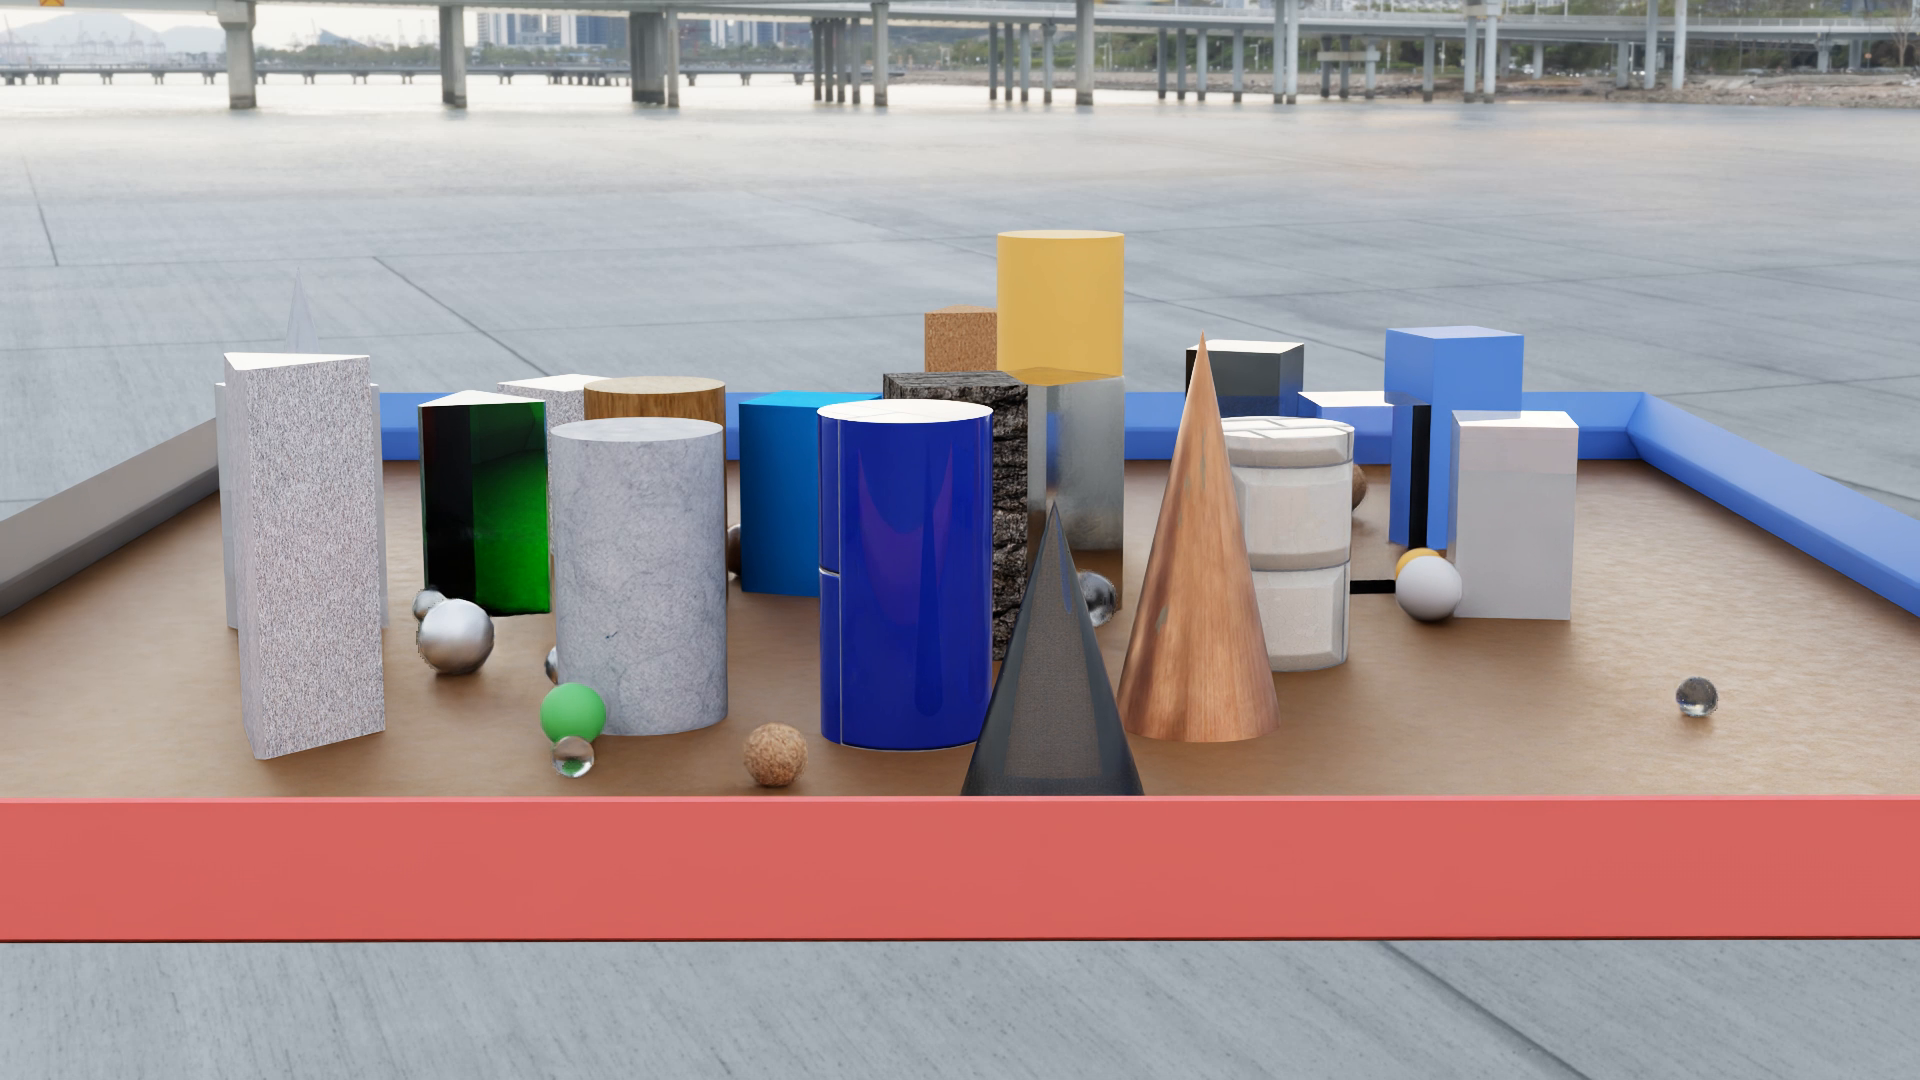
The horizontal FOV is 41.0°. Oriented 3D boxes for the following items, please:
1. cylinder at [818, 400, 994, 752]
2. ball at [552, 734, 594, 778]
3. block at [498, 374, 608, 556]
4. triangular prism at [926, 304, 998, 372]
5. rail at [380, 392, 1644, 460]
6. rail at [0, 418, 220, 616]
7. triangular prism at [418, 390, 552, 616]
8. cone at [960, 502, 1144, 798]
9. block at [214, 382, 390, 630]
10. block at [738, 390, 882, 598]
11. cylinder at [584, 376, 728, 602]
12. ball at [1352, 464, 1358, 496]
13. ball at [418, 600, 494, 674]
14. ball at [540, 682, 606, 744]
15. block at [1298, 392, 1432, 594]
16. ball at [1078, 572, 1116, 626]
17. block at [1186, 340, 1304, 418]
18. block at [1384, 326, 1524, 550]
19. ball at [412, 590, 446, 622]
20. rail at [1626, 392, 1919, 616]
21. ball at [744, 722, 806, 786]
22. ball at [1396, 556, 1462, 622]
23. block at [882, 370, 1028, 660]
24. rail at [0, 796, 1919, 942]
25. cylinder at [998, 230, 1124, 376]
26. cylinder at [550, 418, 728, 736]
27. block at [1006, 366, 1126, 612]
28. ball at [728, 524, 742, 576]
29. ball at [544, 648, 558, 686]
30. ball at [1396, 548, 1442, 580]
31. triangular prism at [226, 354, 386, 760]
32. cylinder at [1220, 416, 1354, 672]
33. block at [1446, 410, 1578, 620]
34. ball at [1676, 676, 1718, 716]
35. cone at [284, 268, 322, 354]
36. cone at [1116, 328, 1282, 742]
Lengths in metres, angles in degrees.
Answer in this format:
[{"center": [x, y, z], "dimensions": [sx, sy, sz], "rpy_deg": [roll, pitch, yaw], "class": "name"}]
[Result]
[{"center": [-0.059, 0.035, 2.805], "dimensions": [0.190, 0.355, 0.190], "rpy_deg": [0, 11, 0], "class": "cylinder"}, {"center": [-0.399, 0.223, 2.647], "dimensions": [0.044, 0.044, 0.044], "rpy_deg": [0, 11, 0], "class": "ball"}, {"center": [-0.591, -0.115, 3.901], "dimensions": [0.152, 0.250, 0.152], "rpy_deg": [9, 14, 39], "class": "block"}, {"center": [0.012, -0.227, 4.304], "dimensions": [0.165, 0.322, 0.143], "rpy_deg": [-2, 11, -10], "class": "triangular prism"}, {"center": [-0.008, -0.207, 4.733], "dimensions": [2.556, 0.124, 0.045], "rpy_deg": [0, 11, 0], "class": "rail"}, {"center": [-1.254, 0.033, 3.442], "dimensions": [0.045, 0.124, 2.660], "rpy_deg": [0, 11, 0], "class": "rail"}, {"center": [-0.648, -0.051, 3.456], "dimensions": [0.165, 0.286, 0.143], "rpy_deg": [-3, 11, -18], "class": "triangular prism"}, {"center": [0.092, 0.112, 2.516], "dimensions": [0.190, 0.309, 0.190], "rpy_deg": [0, 11, 0], "class": "cone"}, {"center": [-0.853, -0.043, 3.326], "dimensions": [0.152, 0.319, 0.152], "rpy_deg": [-9, 14, -41], "class": "block"}, {"center": [-0.207, -0.066, 3.598], "dimensions": [0.152, 0.264, 0.152], "rpy_deg": [4, 11, 19], "class": "block"}, {"center": [-0.412, -0.063, 3.491], "dimensions": [0.190, 0.298, 0.190], "rpy_deg": [0, 11, 0], "class": "cylinder"}, {"center": [0.609, -0.099, 4.235], "dimensions": [0.095, 0.095, 0.095], "rpy_deg": [0, 11, 0], "class": "ball"}, {"center": [-0.606, 0.117, 3.091], "dimensions": [0.090, 0.090, 0.090], "rpy_deg": [0, 11, 0], "class": "ball"}, {"center": [-0.417, 0.189, 2.758], "dimensions": [0.070, 0.070, 0.070], "rpy_deg": [0, 11, 0], "class": "ball"}, {"center": [0.564, -0.068, 3.612], "dimensions": [0.152, 0.263, 0.152], "rpy_deg": [-1, 11, -5], "class": "block"}, {"center": [0.166, 0.078, 3.345], "dimensions": [0.074, 0.074, 0.074], "rpy_deg": [0, 11, 0], "class": "ball"}, {"center": [0.454, -0.170, 4.107], "dimensions": [0.152, 0.282, 0.152], "rpy_deg": [4, 11, 21], "class": "block"}, {"center": [0.755, -0.160, 3.946], "dimensions": [0.152, 0.321, 0.152], "rpy_deg": [-4, 11, -19], "class": "block"}, {"center": [-0.693, 0.088, 3.362], "dimensions": [0.047, 0.047, 0.047], "rpy_deg": [0, 11, 0], "class": "ball"}, {"center": [1.254, 0.030, 3.456], "dimensions": [0.045, 0.124, 2.660], "rpy_deg": [0, 11, 0], "class": "rail"}, {"center": [-0.189, 0.218, 2.614], "dimensions": [0.065, 0.065, 0.065], "rpy_deg": [0, 11, 0], "class": "ball"}, {"center": [0.619, 0.064, 3.382], "dimensions": [0.087, 0.087, 0.087], "rpy_deg": [0, 11, 0], "class": "ball"}, {"center": [-0.007, -0.031, 3.198], "dimensions": [0.152, 0.341, 0.152], "rpy_deg": [-2, 11, -11], "class": "block"}, {"center": [0.008, 0.271, 2.165], "dimensions": [2.556, 0.124, 0.045], "rpy_deg": [0, 11, 0], "class": "rail"}, {"center": [0.151, -0.225, 3.883], "dimensions": [0.190, 0.473, 0.190], "rpy_deg": [0, 11, 0], "class": "cylinder"}, {"center": [-0.358, 0.037, 2.875], "dimensions": [0.190, 0.326, 0.190], "rpy_deg": [0, 11, 0], "class": "cylinder"}, {"center": [0.111, -0.062, 3.429], "dimensions": [0.152, 0.317, 0.152], "rpy_deg": [10, 15, 44], "class": "block"}, {"center": [-0.307, 0.015, 3.676], "dimensions": [0.076, 0.076, 0.076], "rpy_deg": [0, 11, 0], "class": "ball"}, {"center": [-0.464, 0.148, 3.027], "dimensions": [0.051, 0.051, 0.051], "rpy_deg": [0, 11, 0], "class": "ball"}, {"center": [0.633, 0.046, 3.520], "dimensions": [0.072, 0.072, 0.072], "rpy_deg": [0, 11, 0], "class": "ball"}, {"center": [-0.743, 0.009, 2.785], "dimensions": [0.143, 0.414, 0.165], "rpy_deg": [9, 14, 39], "class": "triangular prism"}, {"center": [0.387, 0.002, 3.172], "dimensions": [0.190, 0.286, 0.190], "rpy_deg": [0, 11, 0], "class": "cylinder"}, {"center": [0.741, -0.036, 3.455], "dimensions": [0.152, 0.257, 0.152], "rpy_deg": [1, 11, 6], "class": "block"}, {"center": [0.830, 0.177, 2.891], "dimensions": [0.045, 0.045, 0.045], "rpy_deg": [0, 11, 0], "class": "ball"}, {"center": [-0.910, -0.157, 3.570], "dimensions": [0.190, 0.452, 0.190], "rpy_deg": [0, 11, 0], "class": "cone"}, {"center": [0.265, -0.015, 2.837], "dimensions": [0.190, 0.441, 0.190], "rpy_deg": [0, 11, 0], "class": "cone"}]
